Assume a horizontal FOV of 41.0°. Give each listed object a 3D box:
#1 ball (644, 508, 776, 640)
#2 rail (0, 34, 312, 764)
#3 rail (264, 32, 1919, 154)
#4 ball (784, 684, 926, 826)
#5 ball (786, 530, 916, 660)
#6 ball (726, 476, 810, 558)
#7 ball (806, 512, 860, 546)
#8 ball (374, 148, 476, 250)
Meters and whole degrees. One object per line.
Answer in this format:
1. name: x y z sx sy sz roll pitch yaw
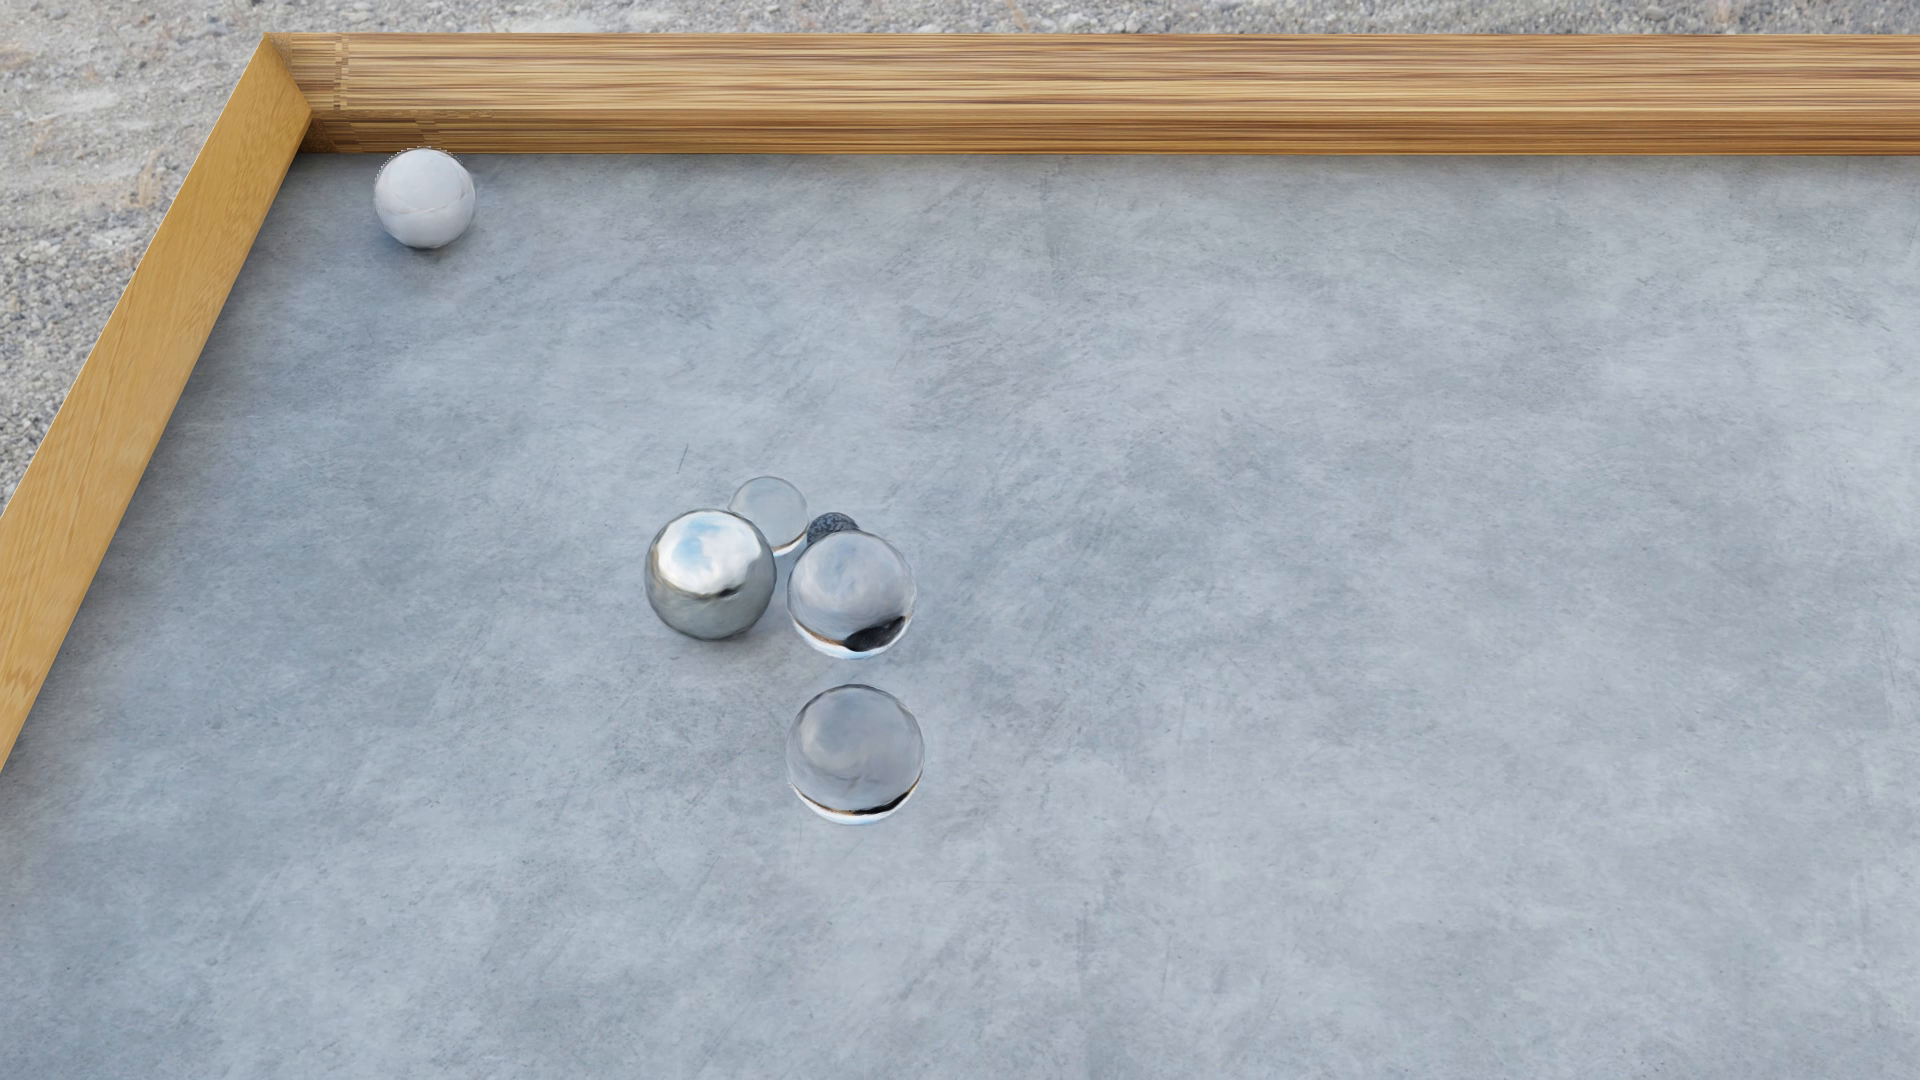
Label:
1. ball: -0.176 0.024 1.807 0.094 0.094 0.094 0 35 0
2. rail: -0.625 -0.021 1.845 0.045 0.122 1.397 0 35 0
3. rail: 0.651 -0.406 2.394 2.594 0.122 0.045 0 35 0
4. ball: -0.067 0.138 1.648 0.090 0.090 0.090 0 35 0
5. ball: -0.076 0.038 1.789 0.091 0.091 0.091 0 35 0
6. ball: -0.142 -0.017 1.894 0.061 0.061 0.061 0 35 0
7. ball: -0.093 -0.001 1.889 0.040 0.040 0.040 0 35 0
8. ball: -0.475 -0.303 2.278 0.088 0.088 0.088 0 35 0
